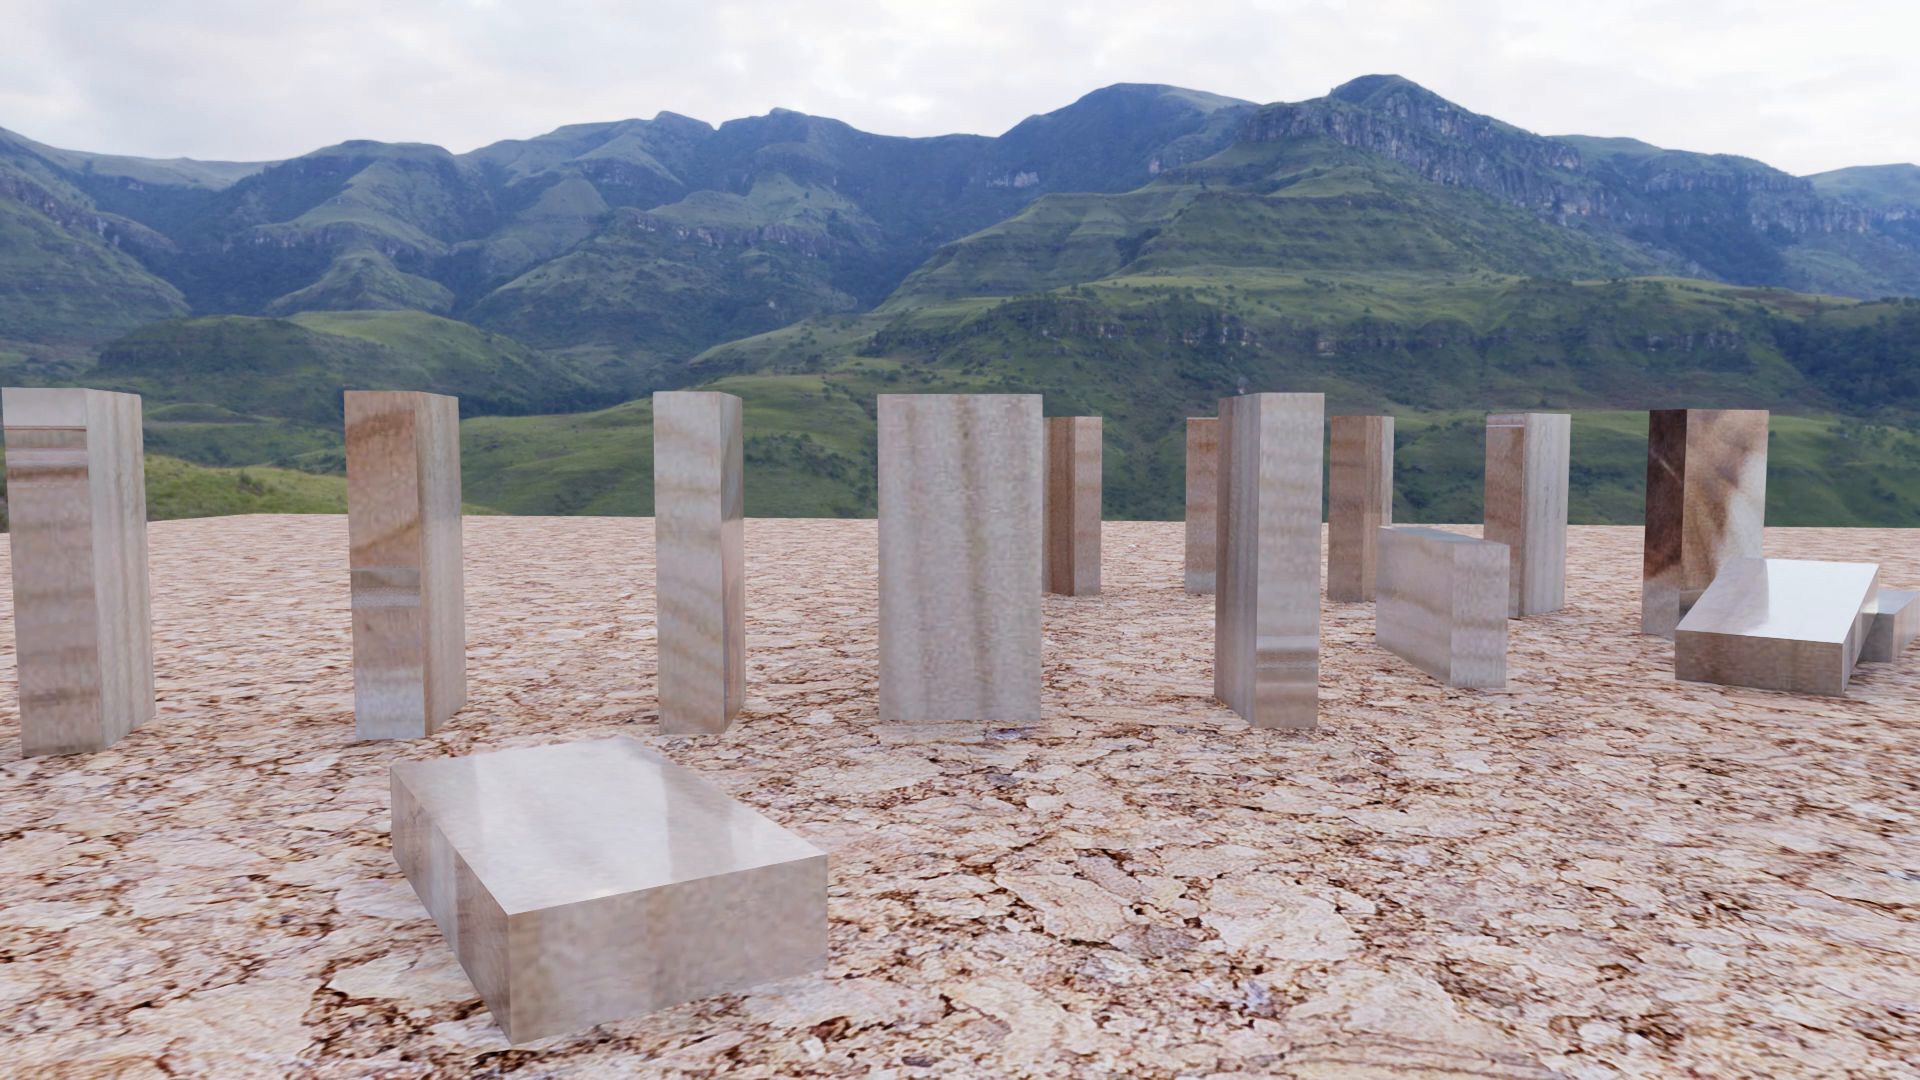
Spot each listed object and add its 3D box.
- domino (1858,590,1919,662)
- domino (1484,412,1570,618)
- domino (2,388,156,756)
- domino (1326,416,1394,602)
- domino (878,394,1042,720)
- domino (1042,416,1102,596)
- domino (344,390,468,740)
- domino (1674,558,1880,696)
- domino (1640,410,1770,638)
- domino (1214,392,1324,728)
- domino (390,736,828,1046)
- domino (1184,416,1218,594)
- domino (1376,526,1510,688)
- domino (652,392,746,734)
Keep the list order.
[{"bbox_3d":[0.189,0.017,0.276,0.025,0.010,0.050,4,6,41],"label":"domino"},{"bbox_3d":[0.143,-0.007,0.325,0.025,0.050,0.009,-4,6,-40],"label":"domino"},{"bbox_3d":[-0.127,0.004,0.186,0.009,0.050,0.025,-1,4,-17],"label":"domino"},{"bbox_3d":[0.111,-0.009,0.355,0.010,0.050,0.025,3,5,35],"label":"domino"},{"bbox_3d":[0.000,0.002,0.201,0.025,0.050,0.009,0,4,0],"label":"domino"},{"bbox_3d":[0.029,-0.010,0.369,0.009,0.050,0.025,-3,5,-33],"label":"domino"},{"bbox_3d":[-0.084,0.003,0.196,0.010,0.050,0.025,-1,4,-8],"label":"domino"},{"bbox_3d":[0.154,0.015,0.241,0.025,0.010,0.050,4,17,41],"label":"domino"},{"bbox_3d":[0.167,-0.004,0.288,0.025,0.050,0.009,-2,5,-21],"label":"domino"},{"bbox_3d":[0.048,0.002,0.203,0.009,0.050,0.025,0,4,-3],"label":"domino"},{"bbox_3d":[-0.035,0.029,0.118,0.025,0.009,0.050,-3,5,-33],"label":"domino"},{"bbox_3d":[0.072,-0.011,0.374,0.009,0.050,0.025,1,4,14],"label":"domino"},{"bbox_3d":[0.092,0.011,0.248,0.009,0.025,0.050,0,4,3],"label":"domino"},{"bbox_3d":[-0.040,0.003,0.199,0.009,0.050,0.025,0,4,-2],"label":"domino"}]
